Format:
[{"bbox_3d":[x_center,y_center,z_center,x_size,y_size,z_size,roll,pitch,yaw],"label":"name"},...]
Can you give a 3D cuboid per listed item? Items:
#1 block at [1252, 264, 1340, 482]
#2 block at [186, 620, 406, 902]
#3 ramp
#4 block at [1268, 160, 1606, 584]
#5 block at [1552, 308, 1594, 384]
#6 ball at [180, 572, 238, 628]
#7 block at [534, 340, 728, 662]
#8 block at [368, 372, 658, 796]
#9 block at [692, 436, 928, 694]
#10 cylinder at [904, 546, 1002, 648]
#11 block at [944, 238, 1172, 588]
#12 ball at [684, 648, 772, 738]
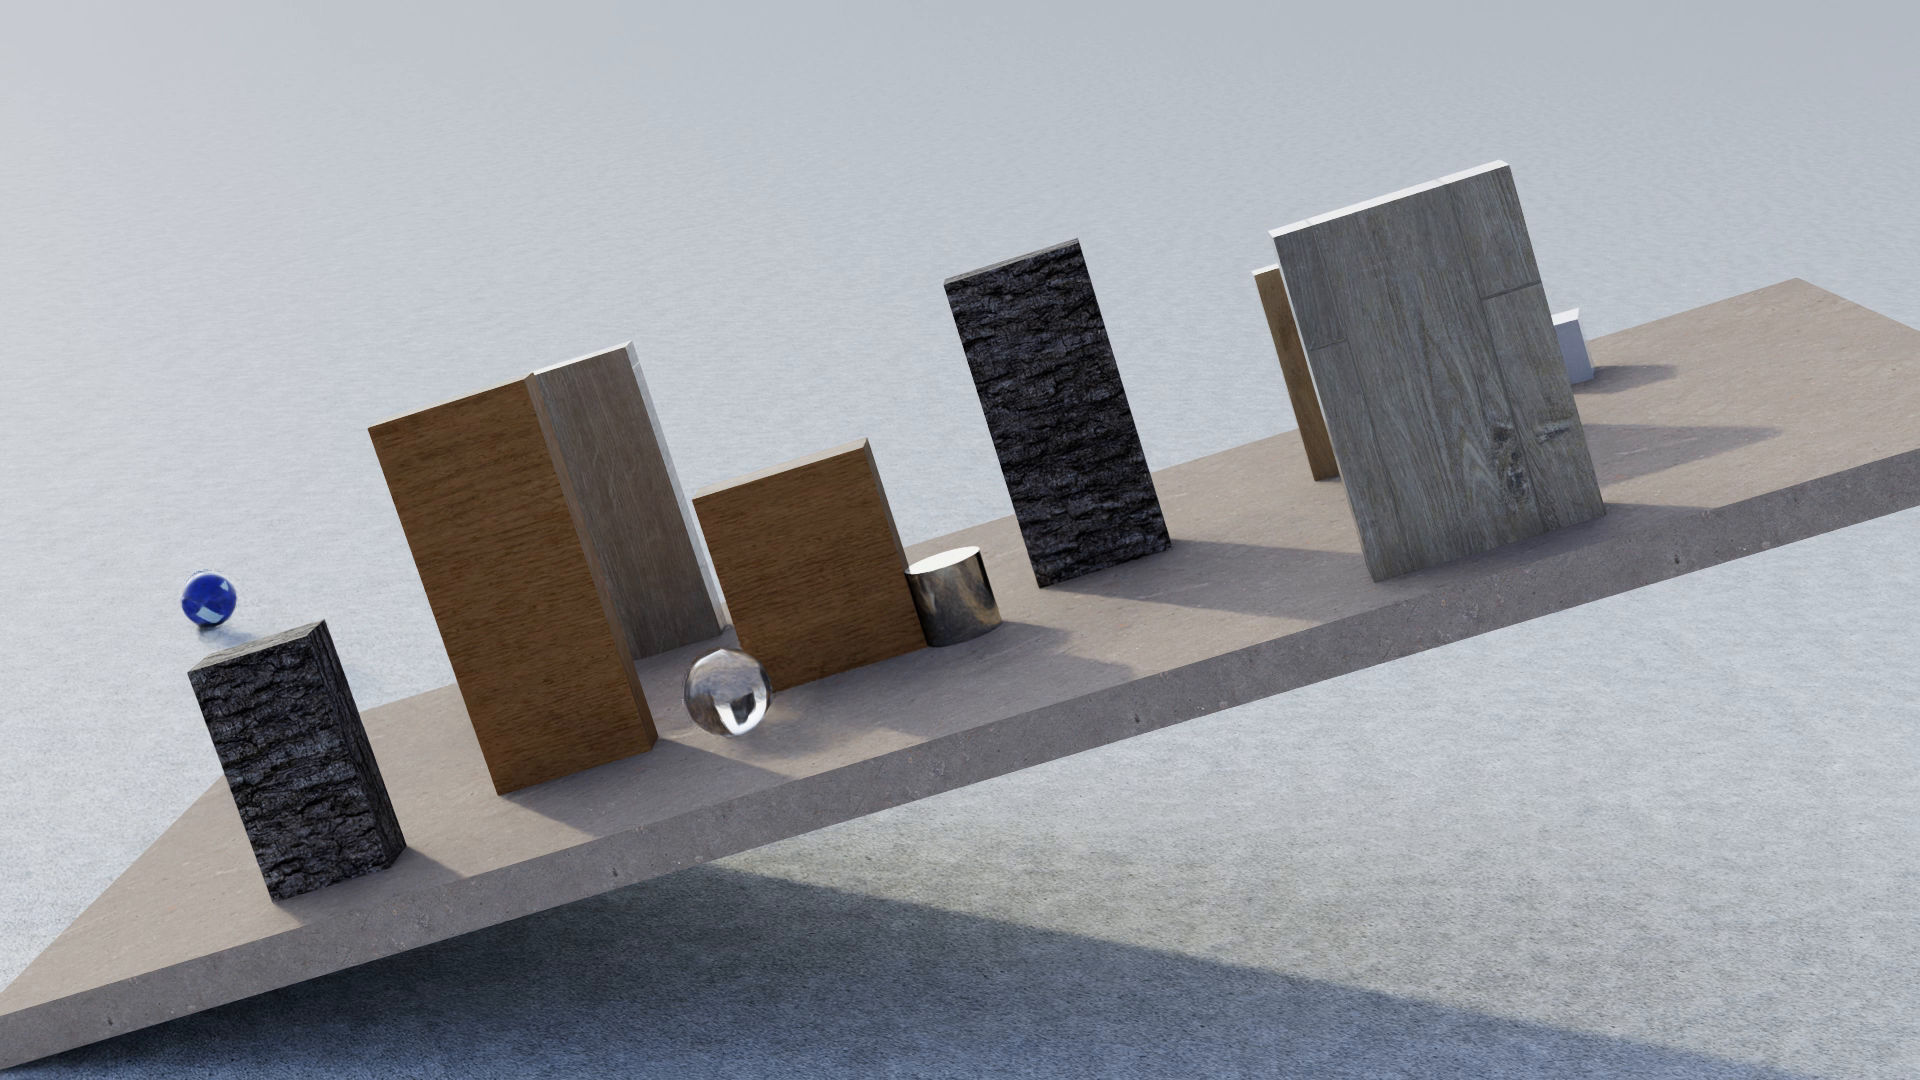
[{"bbox_3d":[0.900,-0.418,6.504,0.385,0.480,0.082,-17,10,5],"label":"block"},{"bbox_3d":[-1.286,0.429,5.720,0.243,0.481,0.148,-17,10,5],"label":"block"},{"bbox_3d":[0.098,0.184,6.313,4.000,0.100,2.000,-17,10,5],"label":"ramp"},{"bbox_3d":[0.880,-0.310,5.428,0.441,0.670,0.123,-17,10,5],"label":"block"},{"bbox_3d":[1.367,-0.433,6.749,0.142,0.142,0.142,-15,11,16],"label":"block"},{"bbox_3d":[-2.343,0.186,9.176,0.173,0.173,0.173,0,11,0],"label":"ball"},{"bbox_3d":[-0.796,-0.084,6.943,0.273,0.716,0.115,-17,10,5],"label":"block"},{"bbox_3d":[-0.902,0.091,5.969,0.332,0.795,0.108,-17,10,5],"label":"block"},{"bbox_3d":[-0.308,0.057,6.150,0.372,0.440,0.131,-17,10,5],"label":"block"},{"bbox_3d":[-0.013,0.118,6.110,0.162,0.162,0.162,-17,10,3],"label":"cylinder"},{"bbox_3d":[0.211,-0.271,6.309,0.298,0.686,0.115,-17,10,5],"label":"block"},{"bbox_3d":[-0.462,0.304,5.847,0.176,0.176,0.176,0,11,0],"label":"ball"}]
